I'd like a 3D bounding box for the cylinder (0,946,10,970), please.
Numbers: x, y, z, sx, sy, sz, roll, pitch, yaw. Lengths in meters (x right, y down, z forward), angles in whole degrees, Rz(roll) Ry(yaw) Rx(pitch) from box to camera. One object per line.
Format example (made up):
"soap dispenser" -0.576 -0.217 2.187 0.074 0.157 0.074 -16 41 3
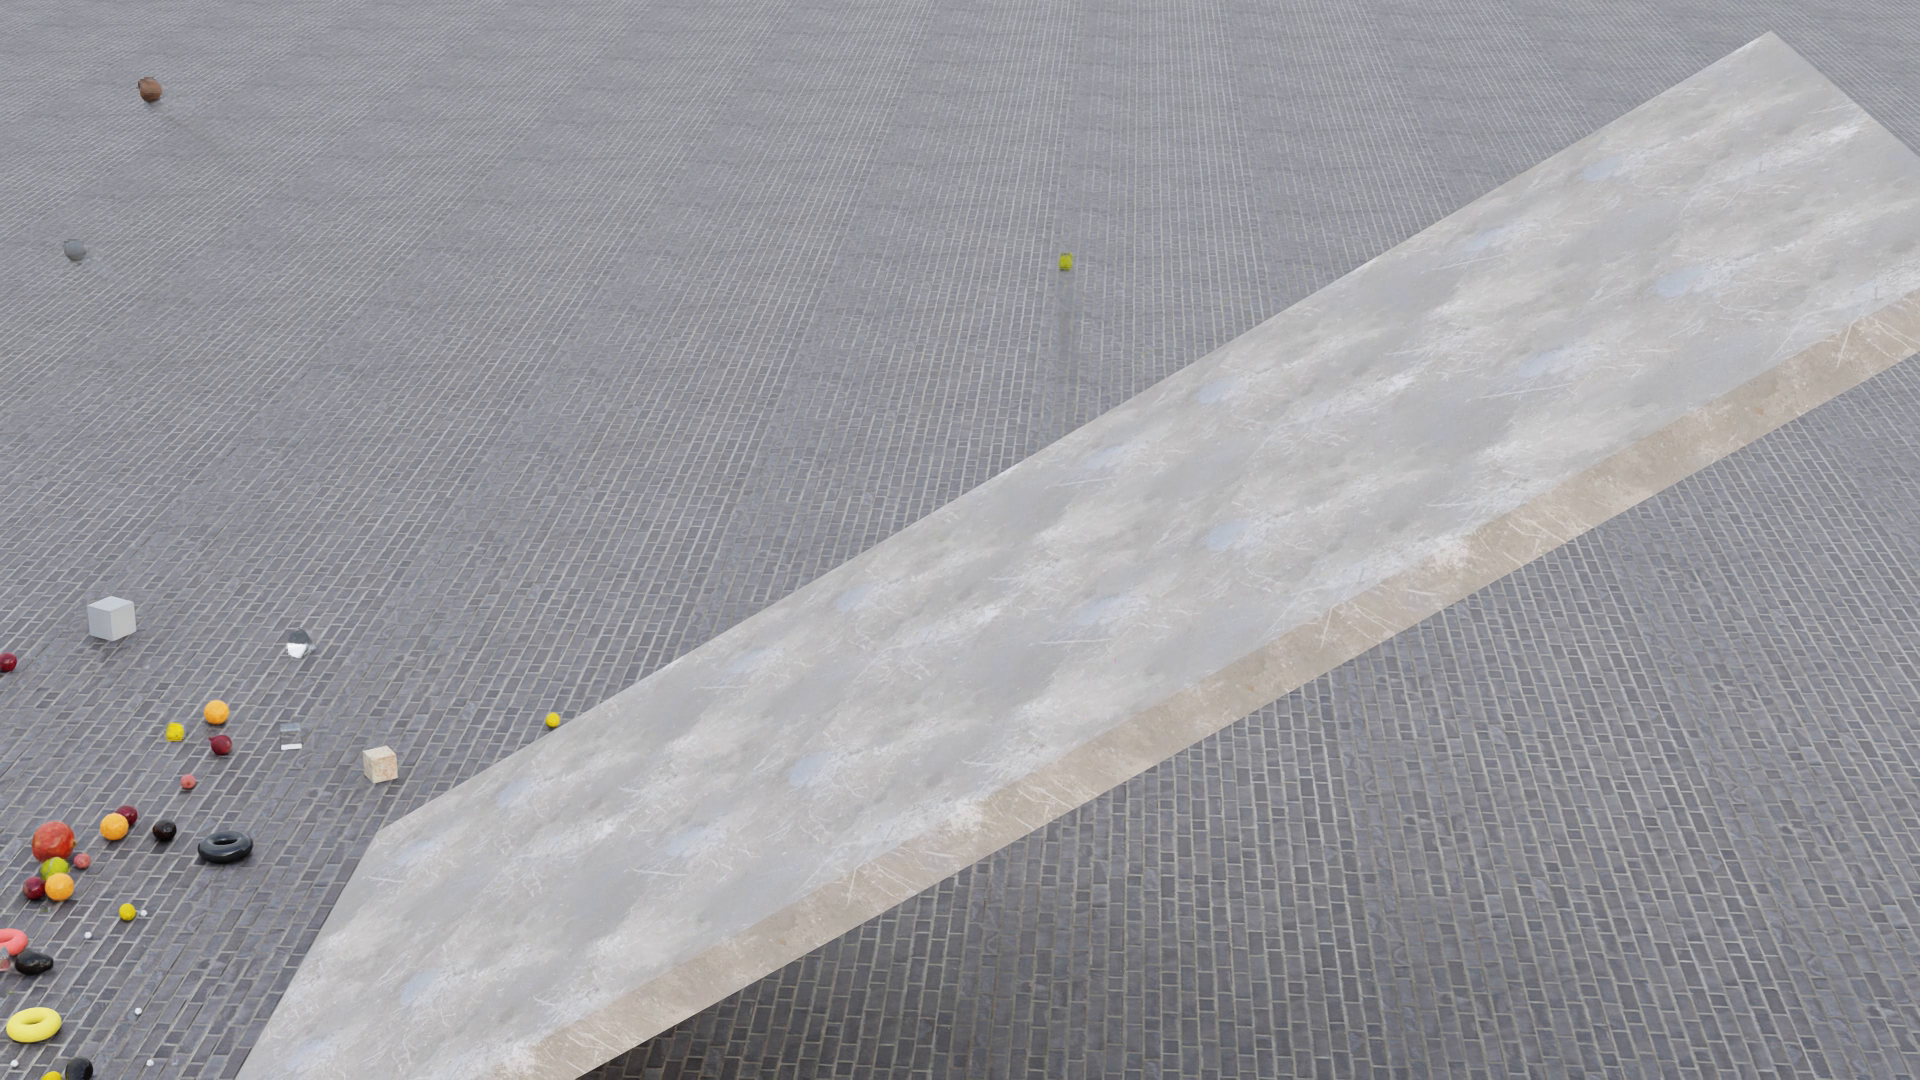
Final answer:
"cylinder" -2.332 1.017 7.119 0.055 0.055 0.055 -10 22 -26

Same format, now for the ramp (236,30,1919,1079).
"ramp" 0.141 0.169 6.290 4.000 0.100 2.000 -30 15 13

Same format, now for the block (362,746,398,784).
"block" -1.615 0.625 8.194 0.071 0.071 0.071 -12 23 -29

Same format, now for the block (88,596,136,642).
"block" -2.658 0.246 9.219 0.100 0.100 0.100 11 23 29

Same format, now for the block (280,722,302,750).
"block" -1.911 0.560 8.400 0.056 0.056 0.056 -4 20 -11

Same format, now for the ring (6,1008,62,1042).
"ring" -2.152 1.126 6.833 0.124 0.041 0.124 -1 20 0

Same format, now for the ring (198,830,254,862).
"ring" -1.929 0.806 7.725 0.143 0.048 0.143 -1 18 0

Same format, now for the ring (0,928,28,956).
"ring" -2.347 0.990 7.219 0.114 0.038 0.114 -1 20 0

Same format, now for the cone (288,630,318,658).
"cone" -2.014 0.326 9.083 0.089 0.089 0.089 12 -4 30

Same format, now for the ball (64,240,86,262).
"ball" -4.123 -1.347 13.702 0.094 0.094 0.094 0 20 0
